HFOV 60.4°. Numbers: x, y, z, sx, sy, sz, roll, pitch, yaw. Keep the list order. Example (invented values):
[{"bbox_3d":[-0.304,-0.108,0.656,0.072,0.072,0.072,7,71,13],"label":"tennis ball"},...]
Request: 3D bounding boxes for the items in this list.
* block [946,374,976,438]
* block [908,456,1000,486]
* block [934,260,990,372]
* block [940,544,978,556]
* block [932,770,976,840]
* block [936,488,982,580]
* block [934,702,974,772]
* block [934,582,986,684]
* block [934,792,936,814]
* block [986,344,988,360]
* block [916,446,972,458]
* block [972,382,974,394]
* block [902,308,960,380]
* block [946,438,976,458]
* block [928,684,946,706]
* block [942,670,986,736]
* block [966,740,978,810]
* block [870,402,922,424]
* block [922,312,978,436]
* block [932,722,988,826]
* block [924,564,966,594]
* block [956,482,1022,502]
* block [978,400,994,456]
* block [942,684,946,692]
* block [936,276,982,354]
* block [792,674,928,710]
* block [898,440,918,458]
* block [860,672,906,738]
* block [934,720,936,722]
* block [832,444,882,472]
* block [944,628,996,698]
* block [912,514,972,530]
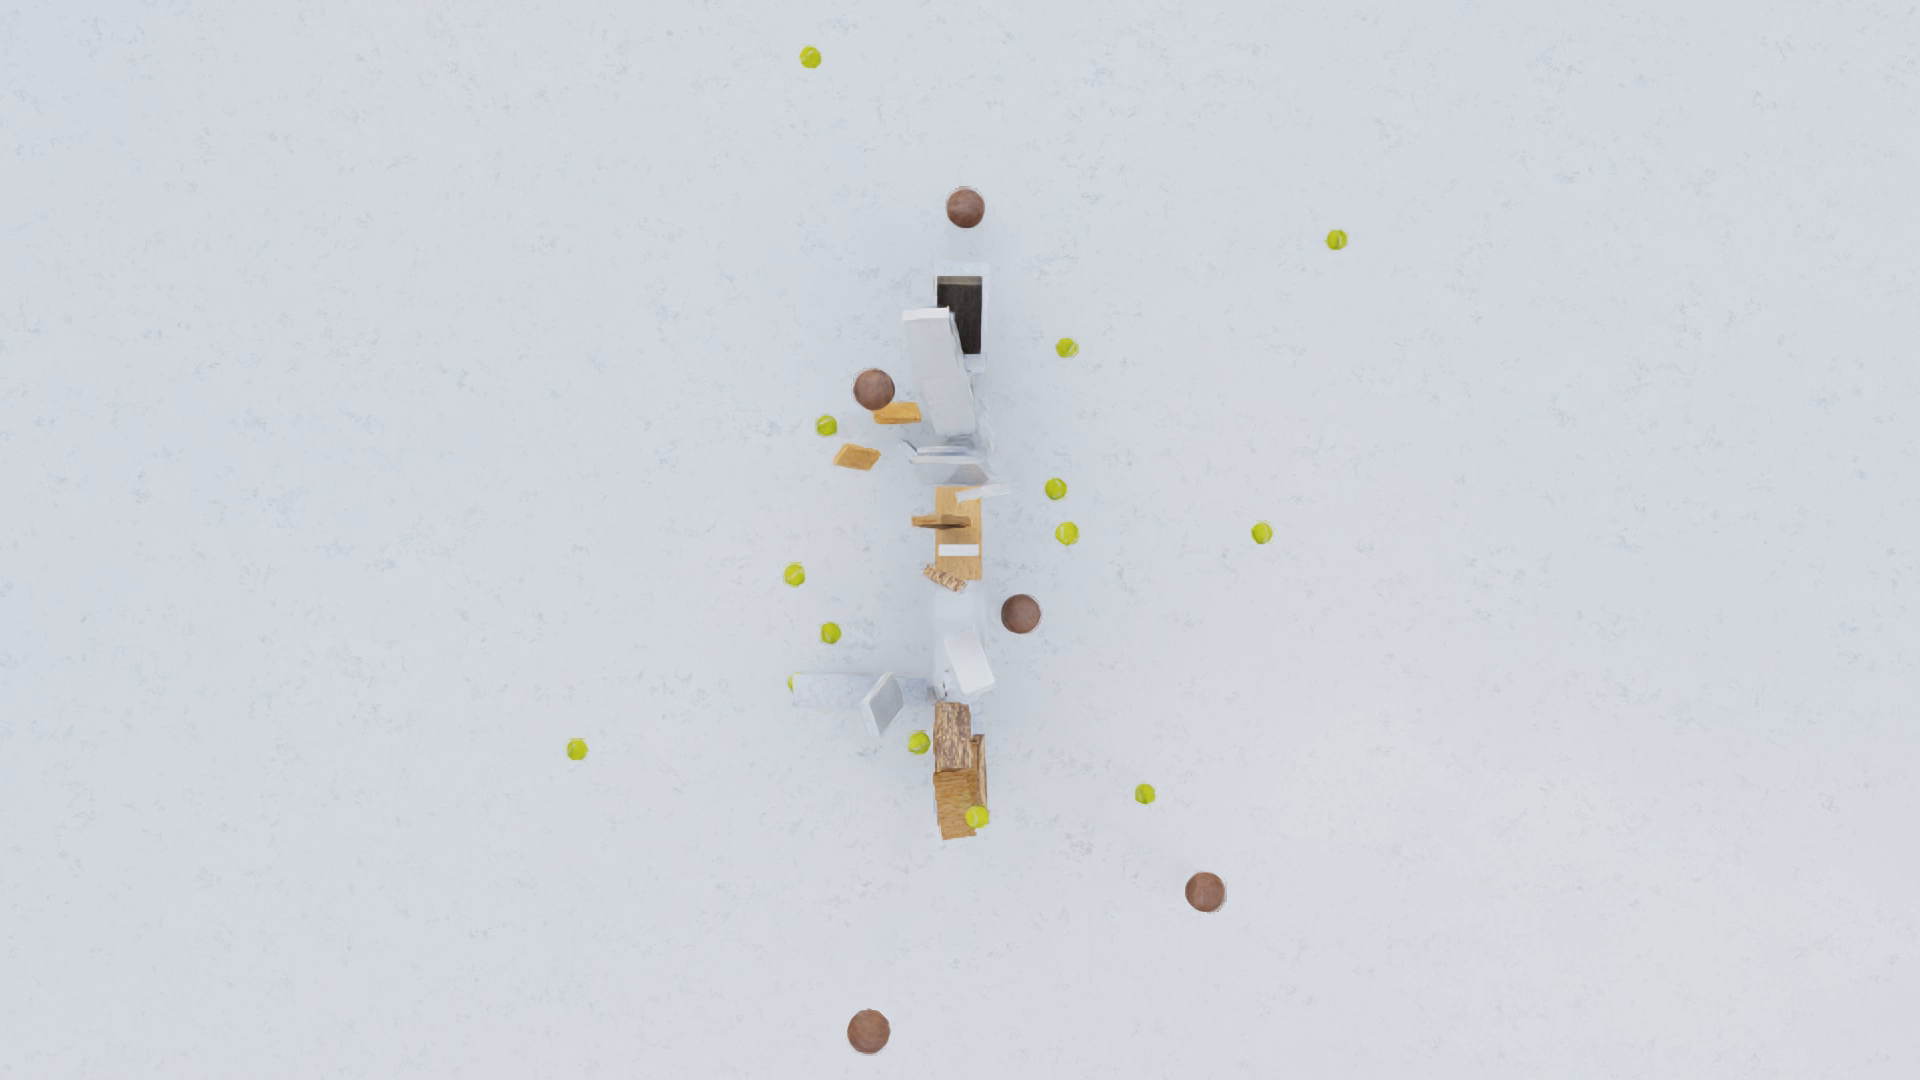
[{"bbox_3d":[-0.003,-0.429,5.294,0.095,0.027,0.191,-5,90,0],"label":"block"},{"bbox_3d":[-0.021,-0.220,5.245,0.029,0.326,0.101,-55,127,-26],"label":"block"},{"bbox_3d":[0.001,-0.694,5.135,0.169,0.048,0.338,2,91,0],"label":"block"},{"bbox_3d":[-0.003,0.031,5.035,0.117,0.267,0.033,0,90,0],"label":"block"},{"bbox_3d":[-0.017,0.814,5.089,0.104,0.029,0.208,-9,94,0],"label":"block"},{"bbox_3d":[-0.004,-0.020,5.189,0.145,0.041,0.291,0,90,0],"label":"block"},{"bbox_3d":[-0.019,0.599,5.030,0.104,0.029,0.208,7,64,-21],"label":"block"},{"bbox_3d":[-0.001,0.289,5.159,0.159,0.045,0.319,0,90,0],"label":"block"},{"bbox_3d":[-0.004,0.838,5.340,0.160,0.320,0.045,0,90,0],"label":"block"},{"bbox_3d":[0.001,-0.600,5.330,0.169,0.337,0.048,0,93,0],"label":"block"},{"bbox_3d":[-0.043,-0.261,5.315,0.182,0.091,0.026,0,49,33],"label":"block"},{"bbox_3d":[-0.004,-0.500,5.404,0.095,0.191,0.027,0,100,0],"label":"block"},{"bbox_3d":[-0.086,-0.586,4.942,0.136,0.273,0.039,-3,55,6],"label":"block"},{"bbox_3d":[0.001,-0.304,5.409,0.091,0.182,0.026,7,105,0],"label":"block"},{"bbox_3d":[-0.077,0.505,5.440,0.016,0.112,0.056,-11,75,-22],"label":"block"},{"bbox_3d":[0.015,0.503,5.120,0.104,0.029,0.208,-10,89,0],"label":"block"},{"bbox_3d":[0.002,0.729,5.117,0.104,0.029,0.208,0,91,0],"label":"block"},{"bbox_3d":[-0.211,-0.420,5.444,0.155,0.022,0.077,-3,50,-18],"label":"block"},{"bbox_3d":[-0.048,-0.509,5.105,0.136,0.039,0.440,-6,133,8],"label":"block"},{"bbox_3d":[0.002,0.728,5.157,0.160,0.045,0.320,-3,90,0],"label":"block"},{"bbox_3d":[-0.044,0.122,5.017,0.117,0.235,0.033,26,87,4],"label":"block"},{"bbox_3d":[0.089,-0.147,4.983,0.101,0.202,0.029,-12,89,38],"label":"block"},{"bbox_3d":[0.083,-0.355,5.237,0.022,0.077,0.165,-3,131,9],"label":"block"},{"bbox_3d":[-0.017,0.488,5.490,0.112,0.016,0.056,-1,90,-2],"label":"block"},{"bbox_3d":[-0.002,-0.678,4.999,0.136,0.273,0.039,1,48,0],"label":"block"},{"bbox_3d":[-0.327,0.497,5.413,0.446,0.029,0.104,3,96,-18],"label":"block"},{"bbox_3d":[-0.127,-0.261,5.452,0.182,0.091,0.026,44,97,-1],"label":"block"},{"bbox_3d":[-0.249,0.528,5.315,0.033,0.235,0.117,-12,106,23],"label":"block"},{"bbox_3d":[-0.004,0.624,5.340,0.160,0.320,0.045,0,90,0],"label":"block"},{"bbox_3d":[-0.339,-0.270,5.422,0.077,0.155,0.022,-52,53,24],"label":"block"},{"bbox_3d":[0.030,0.377,5.067,0.104,0.029,0.208,-22,57,0],"label":"block"},{"bbox_3d":[-0.055,-0.056,5.055,0.101,0.202,0.029,-6,85,26],"label":"block"}]
